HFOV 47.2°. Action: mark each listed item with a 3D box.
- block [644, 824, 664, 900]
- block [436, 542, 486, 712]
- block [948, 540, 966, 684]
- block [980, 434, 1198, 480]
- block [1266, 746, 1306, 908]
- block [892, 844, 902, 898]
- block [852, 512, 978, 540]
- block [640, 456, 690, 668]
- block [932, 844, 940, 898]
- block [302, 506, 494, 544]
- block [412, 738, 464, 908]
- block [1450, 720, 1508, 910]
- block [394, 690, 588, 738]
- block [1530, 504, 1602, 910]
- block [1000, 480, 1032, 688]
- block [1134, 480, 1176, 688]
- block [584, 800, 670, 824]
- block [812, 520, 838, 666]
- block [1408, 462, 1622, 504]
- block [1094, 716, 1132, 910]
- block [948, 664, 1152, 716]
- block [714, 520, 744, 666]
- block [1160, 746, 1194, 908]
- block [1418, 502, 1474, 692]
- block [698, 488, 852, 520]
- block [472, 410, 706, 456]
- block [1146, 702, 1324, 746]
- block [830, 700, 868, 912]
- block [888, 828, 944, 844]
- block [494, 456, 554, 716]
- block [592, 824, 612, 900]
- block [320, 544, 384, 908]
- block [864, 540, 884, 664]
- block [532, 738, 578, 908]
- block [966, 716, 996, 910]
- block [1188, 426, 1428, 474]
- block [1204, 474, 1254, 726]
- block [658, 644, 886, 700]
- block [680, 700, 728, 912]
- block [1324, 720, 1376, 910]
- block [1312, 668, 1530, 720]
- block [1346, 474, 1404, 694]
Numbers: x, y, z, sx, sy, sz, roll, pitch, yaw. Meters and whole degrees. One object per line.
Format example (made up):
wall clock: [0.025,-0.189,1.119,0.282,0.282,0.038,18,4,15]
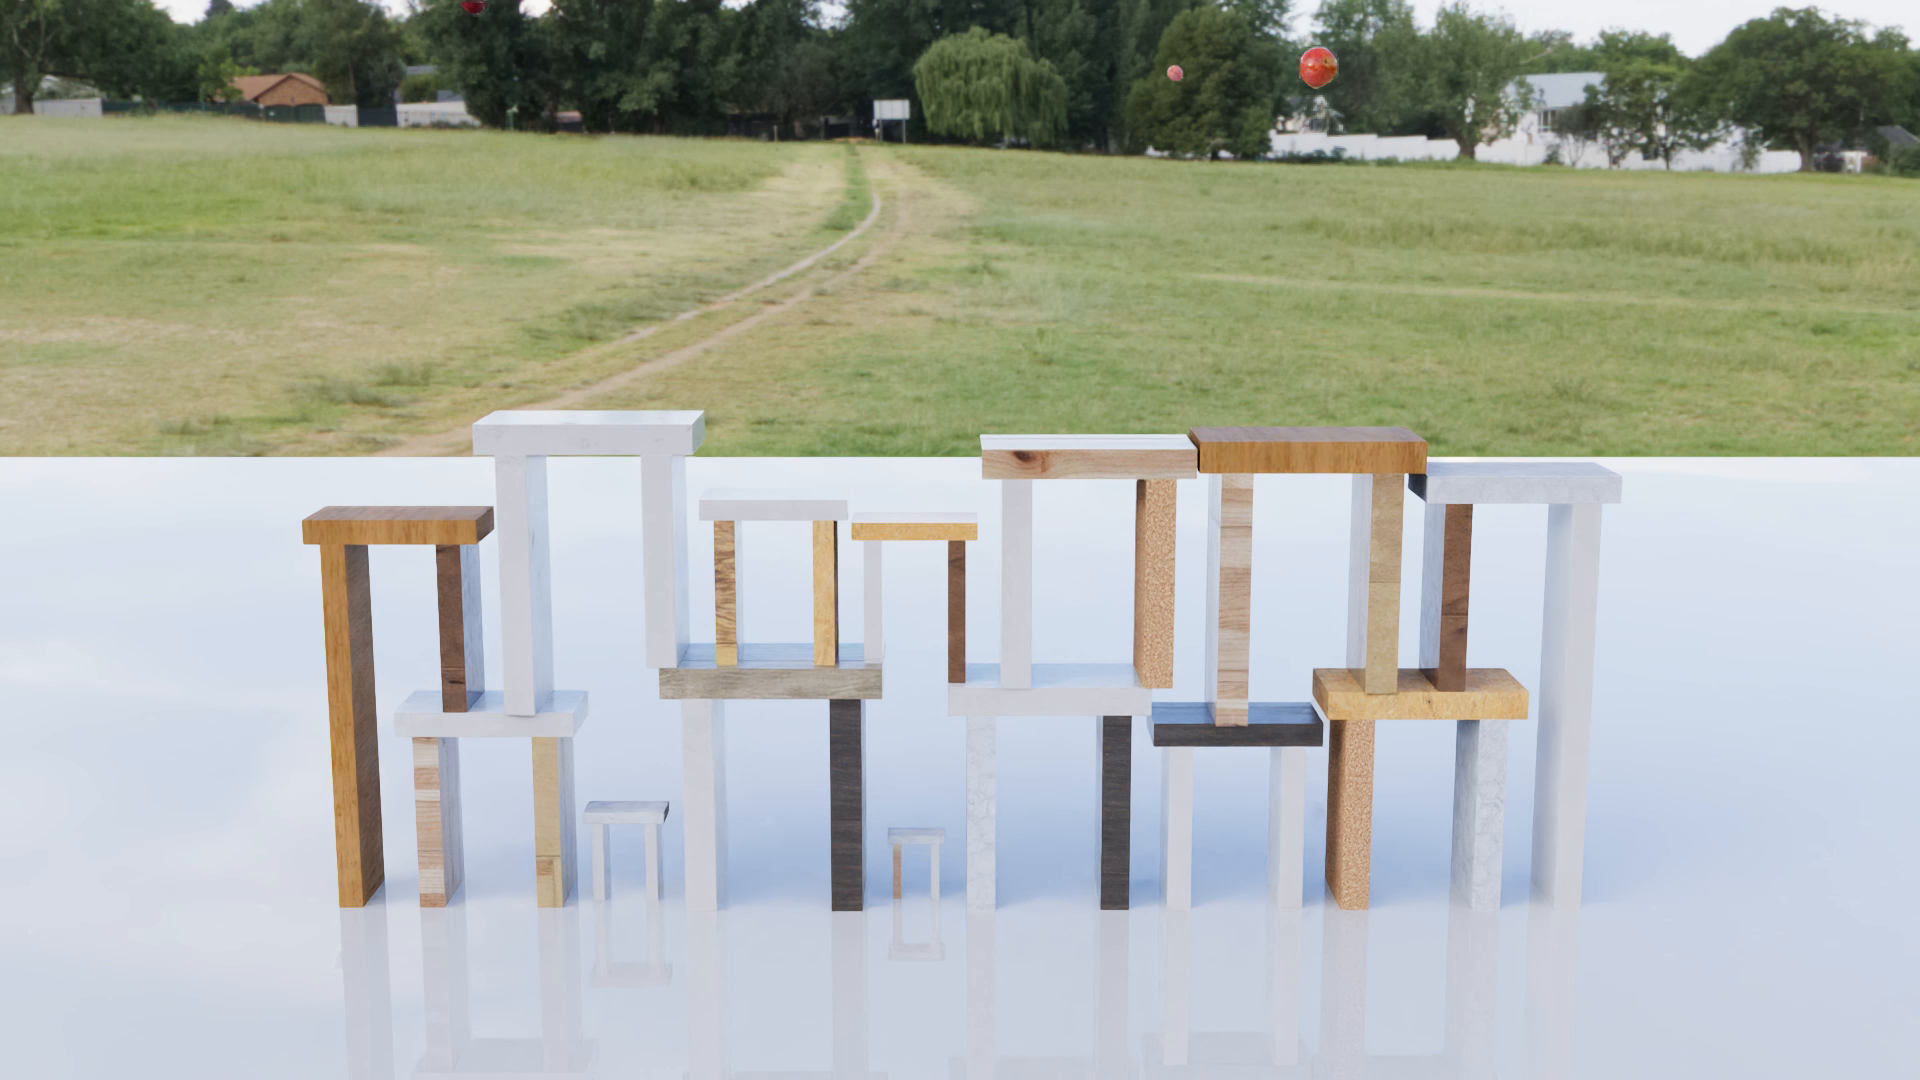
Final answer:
block: [-0.508,0.525,3.655,0.019,0.132,0.066,0,11,0]
block: [-0.814,0.130,3.585,0.039,0.275,0.138,0,11,0]
block: [-0.005,0.107,3.580,0.029,0.234,0.101,0,11,0]
block: [0.203,-0.134,3.536,0.338,0.048,0.169,0,11,-1]
block: [0.540,0.456,3.642,0.039,0.274,0.137,0,11,0]
block: [-0.104,0.544,3.658,0.013,0.095,0.047,0,11,0]
block: [-0.072,-0.023,3.557,0.202,0.029,0.101,0,11,0]
block: [-0.477,0.020,3.567,0.049,0.344,0.172,0,11,0]
block: [-0.041,0.544,3.658,0.013,0.095,0.047,0,11,0]
block: [-0.906,-0.025,3.557,0.275,0.039,0.138,0,11,0]
block: [-0.864,0.447,3.648,0.041,0.289,0.144,0,11,0]
block: [0.859,0.432,3.641,0.046,0.321,0.161,0,11,0]
block: [-0.768,0.285,3.618,0.289,0.041,0.144,0,11,0]
block: [0.992,0.259,3.607,0.043,0.673,0.153,0,11,0]
block: [0.090,0.056,3.570,0.048,0.338,0.169,0,11,0]
block: [0.316,0.056,3.571,0.048,0.338,0.169,0,11,-1]
block: [-0.552,0.451,3.641,0.132,0.019,0.066,0,11,0]
block: [-0.218,0.075,3.570,0.033,0.236,0.118,0,11,0]
block: [0.890,-0.093,3.542,0.306,0.043,0.153,0,11,0]
block: [0.253,0.428,3.642,0.046,0.328,0.164,0,11,0]
block: [0.144,0.244,3.608,0.328,0.046,0.164,0,11,0]
block: [-0.375,0.075,3.570,0.033,0.236,0.118,0,11,0]
block: [0.358,0.456,3.642,0.039,0.274,0.137,0,11,0]
block: [0.788,0.079,3.573,0.043,0.306,0.153,0,11,0]
block: [-0.296,-0.058,3.546,0.236,0.033,0.118,0,11,0]
block: [-0.592,-0.173,3.531,0.344,0.049,0.172,0,11,0]
block: [0.449,0.302,3.614,0.274,0.039,0.137,0,11,0]
block: [-0.184,0.414,3.641,0.050,0.356,0.178,0,11,0]
block: [-0.072,0.491,3.649,0.095,0.013,0.047,0,11,0]
block: [-0.706,0.058,3.573,0.049,0.421,0.172,0,11,0]
block: [-0.596,0.525,3.655,0.019,0.132,0.066,0,11,0]
block: [-0.997,0.292,3.616,0.039,0.605,0.138,0,11,0]
block: [-0.140,0.091,3.578,0.029,0.202,0.101,0,11,0]
block: [-0.672,0.447,3.648,0.041,0.289,0.144,0,11,0]
block: [0.034,0.428,3.642,0.046,0.328,0.164,0,11,0]
block: [0.554,-0.145,3.534,0.355,0.050,0.178,0,11,0]
block: [0.436,0.081,3.576,0.050,0.410,0.178,0,11,0]
block: [-0.303,0.214,3.603,0.356,0.050,0.178,0,11,0]
block: [-0.422,0.414,3.641,0.050,0.356,0.178,0,11,0]
block: [0.645,0.432,3.641,0.046,0.321,0.161,0,11,0]
block: [0.752,0.252,3.607,0.321,0.046,0.161,0,11,0]
block: [0.673,0.054,3.571,0.050,0.355,0.178,0,11,0]
